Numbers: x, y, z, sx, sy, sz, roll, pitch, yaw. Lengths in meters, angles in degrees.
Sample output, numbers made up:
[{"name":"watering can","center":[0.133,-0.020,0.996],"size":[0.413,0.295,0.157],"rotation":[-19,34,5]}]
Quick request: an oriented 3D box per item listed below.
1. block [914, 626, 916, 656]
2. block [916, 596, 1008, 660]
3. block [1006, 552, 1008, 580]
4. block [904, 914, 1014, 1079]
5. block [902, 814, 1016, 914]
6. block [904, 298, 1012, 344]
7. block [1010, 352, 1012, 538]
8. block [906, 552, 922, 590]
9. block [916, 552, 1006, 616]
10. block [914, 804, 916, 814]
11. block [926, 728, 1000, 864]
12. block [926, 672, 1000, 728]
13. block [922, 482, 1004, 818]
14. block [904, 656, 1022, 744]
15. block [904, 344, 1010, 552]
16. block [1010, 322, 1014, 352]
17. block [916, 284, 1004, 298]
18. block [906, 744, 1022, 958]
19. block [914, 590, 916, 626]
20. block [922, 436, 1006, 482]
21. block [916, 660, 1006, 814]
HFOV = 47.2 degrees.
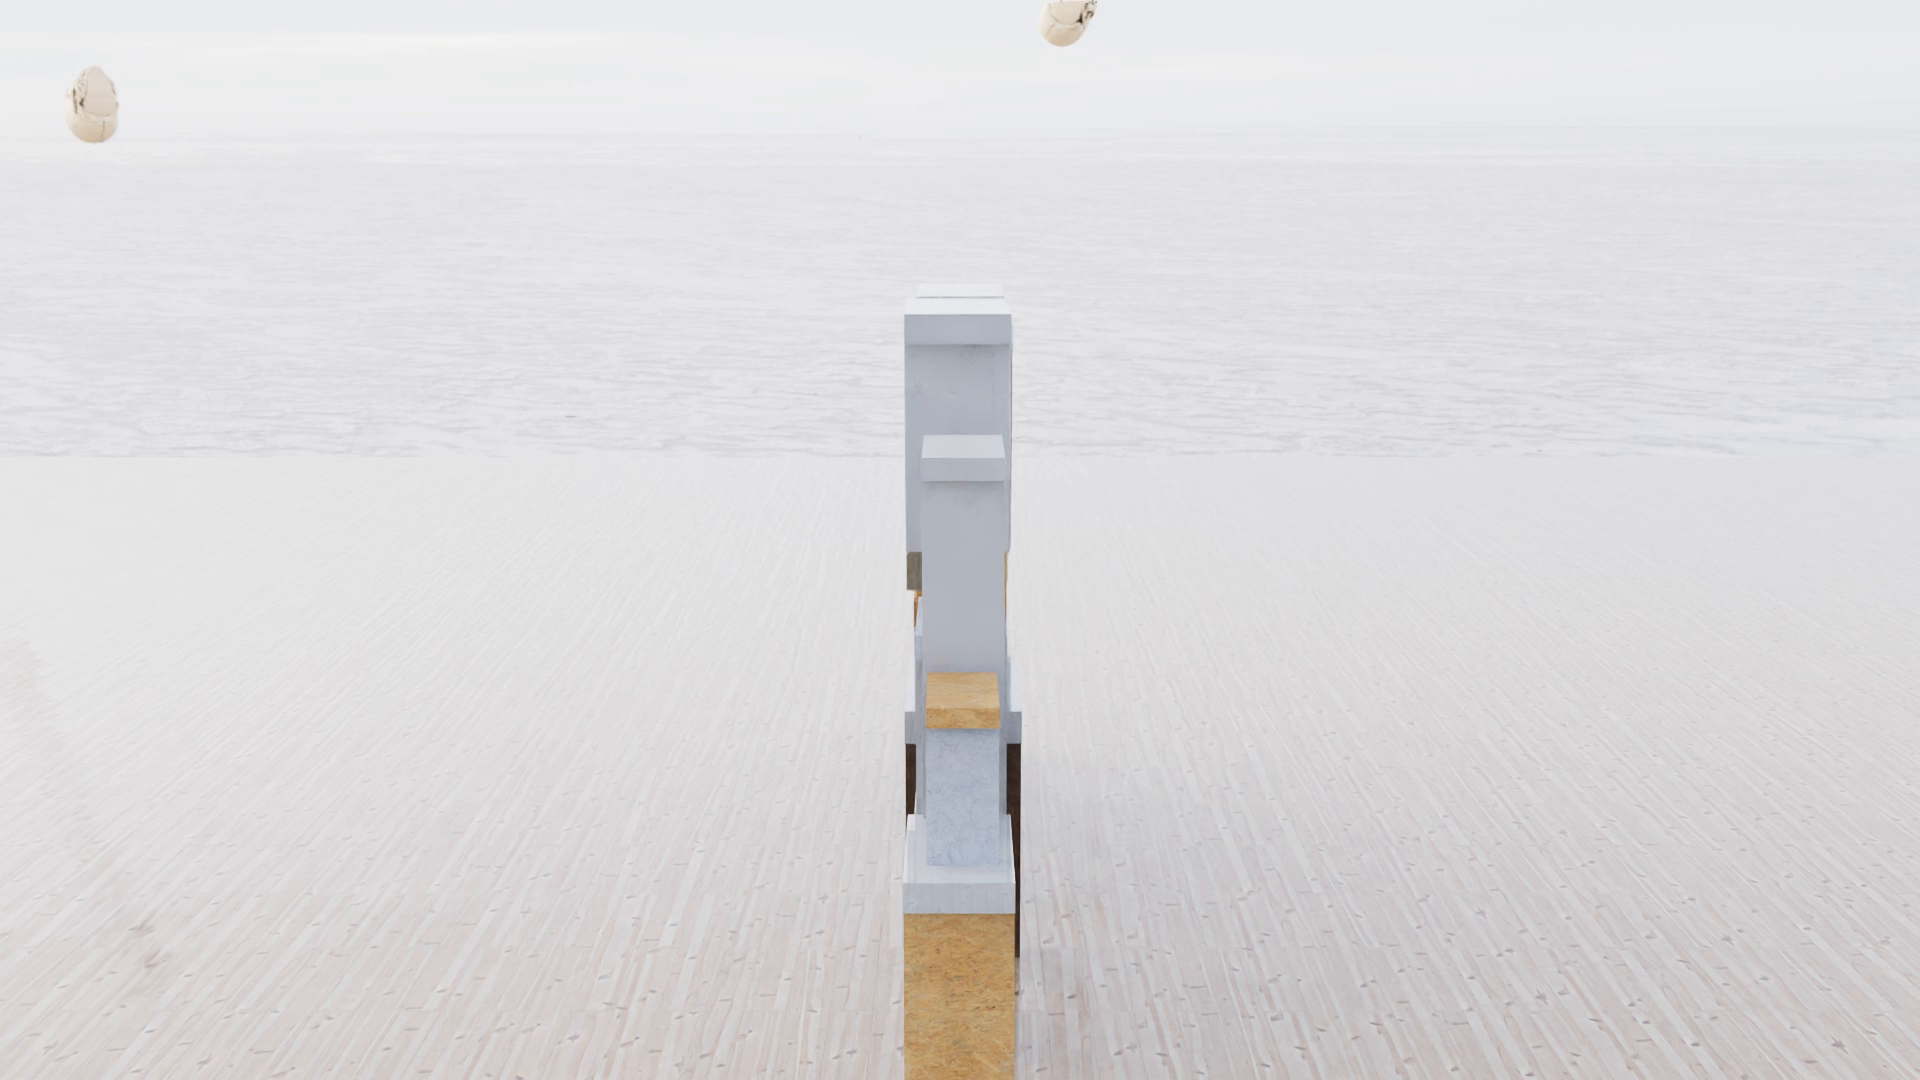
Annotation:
[{"name":"block","center":[-0.003,0.318,4.214],"size":[0.168,0.337,0.048],"rotation":[0,11,0]},{"name":"block","center":[0.002,0.124,3.133],"size":[0.126,0.036,0.252],"rotation":[0,11,0]},{"name":"block","center":[0.004,-0.159,4.297],"size":[0.180,0.475,0.051],"rotation":[0,11,0]},{"name":"block","center":[-0.001,0.600,2.839],"size":[0.141,0.283,0.040],"rotation":[0,11,0]},{"name":"block","center":[-0.001,0.425,2.902],"size":[0.141,0.040,0.283],"rotation":[0,11,0]},{"name":"block","center":[-0.005,-0.335,3.352],"size":[0.157,0.044,0.313],"rotation":[0,11,-1]},{"name":"block","center":[0.005,-0.172,4.050],"size":[0.180,0.360,0.051],"rotation":[0,11,0]},{"name":"block","center":[-0.008,-0.128,3.499],"size":[0.157,0.416,0.044],"rotation":[0,11,0]},{"name":"block","center":[0.002,0.106,3.646],"size":[0.148,0.297,0.042],"rotation":[0,11,0]},{"name":"block","center":[-0.003,0.409,3.176],"size":[0.125,0.035,0.250],"rotation":[0,11,0]},{"name":"block","center":[0.003,0.324,2.824],"size":[0.093,0.186,0.026],"rotation":[0,11,0]},{"name":"block","center":[0.003,0.208,2.866],"size":[0.093,0.026,0.186],"rotation":[0,11,0]},{"name":"block","center":[0.005,0.147,2.992],"size":[0.111,0.472,0.031],"rotation":[0,10,0]},{"name":"block","center":[0.005,0.248,3.456],"size":[0.175,0.050,0.350],"rotation":[0,11,0]},{"name":"block","center":[-0.003,-0.140,3.283],"size":[0.157,0.313,0.044],"rotation":[0,11,0]},{"name":"block","center":[0.005,-0.396,4.130],"size":[0.180,0.051,0.360],"rotation":[0,11,0]},{"name":"block","center":[0.000,-0.396,3.650],"size":[0.141,0.040,0.282],"rotation":[0,11,0]},{"name":"block","center":[0.005,0.466,3.378],"size":[0.175,0.350,0.050],"rotation":[0,11,0]},{"name":"block","center":[-0.003,0.108,4.289],"size":[0.168,0.048,0.337],"rotation":[0,11,0]},{"name":"block","center":[0.004,-0.114,3.019],"size":[0.111,0.031,0.221],"rotation":[0,11,0]},{"name":"block","center":[0.002,0.281,3.077],"size":[0.126,0.252,0.036],"rotation":[0,11,0]}]
